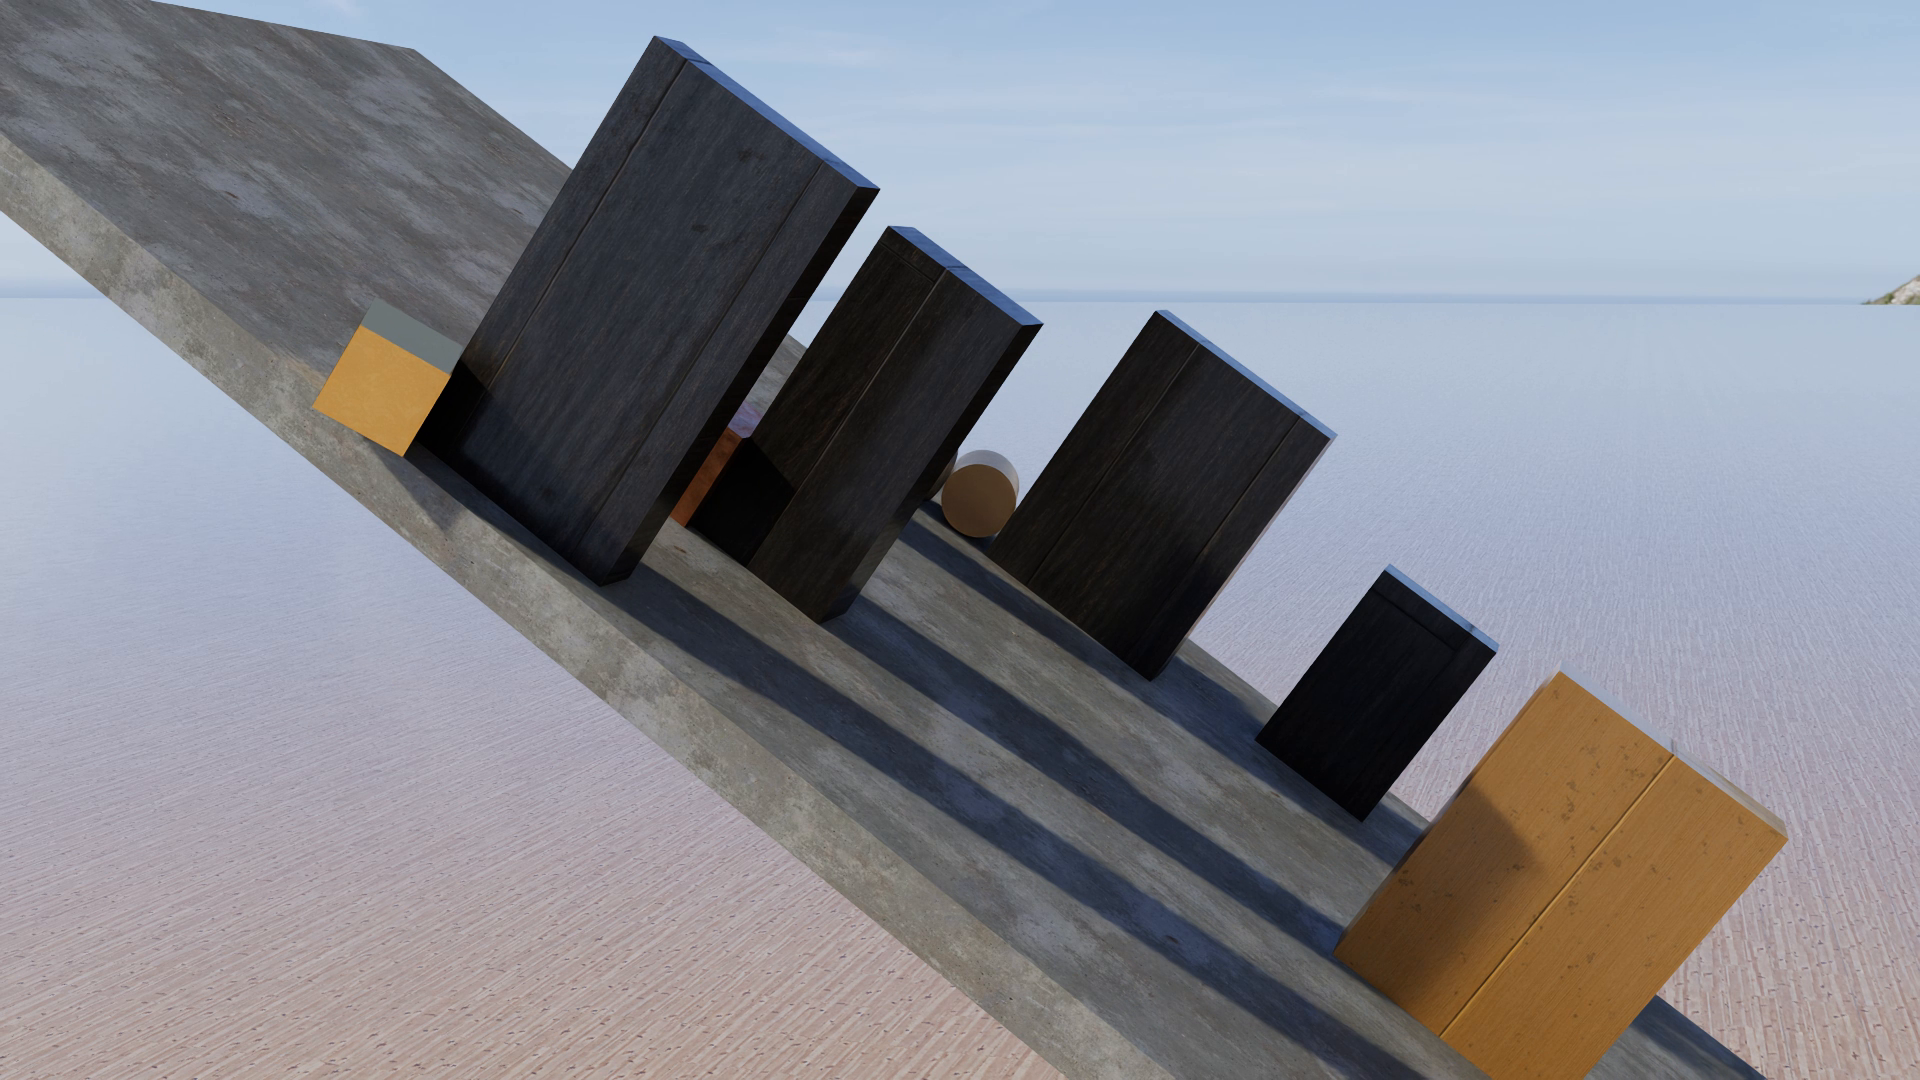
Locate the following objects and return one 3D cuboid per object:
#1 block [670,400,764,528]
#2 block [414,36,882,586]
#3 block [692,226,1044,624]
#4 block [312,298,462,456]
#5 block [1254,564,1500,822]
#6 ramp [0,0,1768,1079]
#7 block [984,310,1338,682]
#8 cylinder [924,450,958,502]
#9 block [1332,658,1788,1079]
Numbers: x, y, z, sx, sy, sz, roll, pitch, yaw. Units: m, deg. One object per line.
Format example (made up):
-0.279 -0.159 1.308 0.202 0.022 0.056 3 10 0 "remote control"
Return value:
-0.453 -0.160 3.736 0.185 0.185 0.185 38 16 10 "block"
-0.468 -0.328 3.223 0.374 0.708 0.097 38 16 10 "block"
-0.156 -0.189 3.646 0.275 0.607 0.132 38 16 10 "block"
-0.843 -0.242 3.246 0.146 0.146 0.146 30 16 -16 "block"
0.859 0.315 4.542 0.277 0.450 0.104 38 16 10 "block"
-0.088 0.159 4.081 4.000 0.100 2.000 38 16 10 "ramp"
0.406 -0.091 4.498 0.433 0.618 0.117 38 16 10 "block"
-0.097 -0.172 4.606 0.135 0.135 0.135 30 -2 -17 "cylinder"
0.999 0.586 3.697 0.443 0.624 0.124 38 16 10 "block"
